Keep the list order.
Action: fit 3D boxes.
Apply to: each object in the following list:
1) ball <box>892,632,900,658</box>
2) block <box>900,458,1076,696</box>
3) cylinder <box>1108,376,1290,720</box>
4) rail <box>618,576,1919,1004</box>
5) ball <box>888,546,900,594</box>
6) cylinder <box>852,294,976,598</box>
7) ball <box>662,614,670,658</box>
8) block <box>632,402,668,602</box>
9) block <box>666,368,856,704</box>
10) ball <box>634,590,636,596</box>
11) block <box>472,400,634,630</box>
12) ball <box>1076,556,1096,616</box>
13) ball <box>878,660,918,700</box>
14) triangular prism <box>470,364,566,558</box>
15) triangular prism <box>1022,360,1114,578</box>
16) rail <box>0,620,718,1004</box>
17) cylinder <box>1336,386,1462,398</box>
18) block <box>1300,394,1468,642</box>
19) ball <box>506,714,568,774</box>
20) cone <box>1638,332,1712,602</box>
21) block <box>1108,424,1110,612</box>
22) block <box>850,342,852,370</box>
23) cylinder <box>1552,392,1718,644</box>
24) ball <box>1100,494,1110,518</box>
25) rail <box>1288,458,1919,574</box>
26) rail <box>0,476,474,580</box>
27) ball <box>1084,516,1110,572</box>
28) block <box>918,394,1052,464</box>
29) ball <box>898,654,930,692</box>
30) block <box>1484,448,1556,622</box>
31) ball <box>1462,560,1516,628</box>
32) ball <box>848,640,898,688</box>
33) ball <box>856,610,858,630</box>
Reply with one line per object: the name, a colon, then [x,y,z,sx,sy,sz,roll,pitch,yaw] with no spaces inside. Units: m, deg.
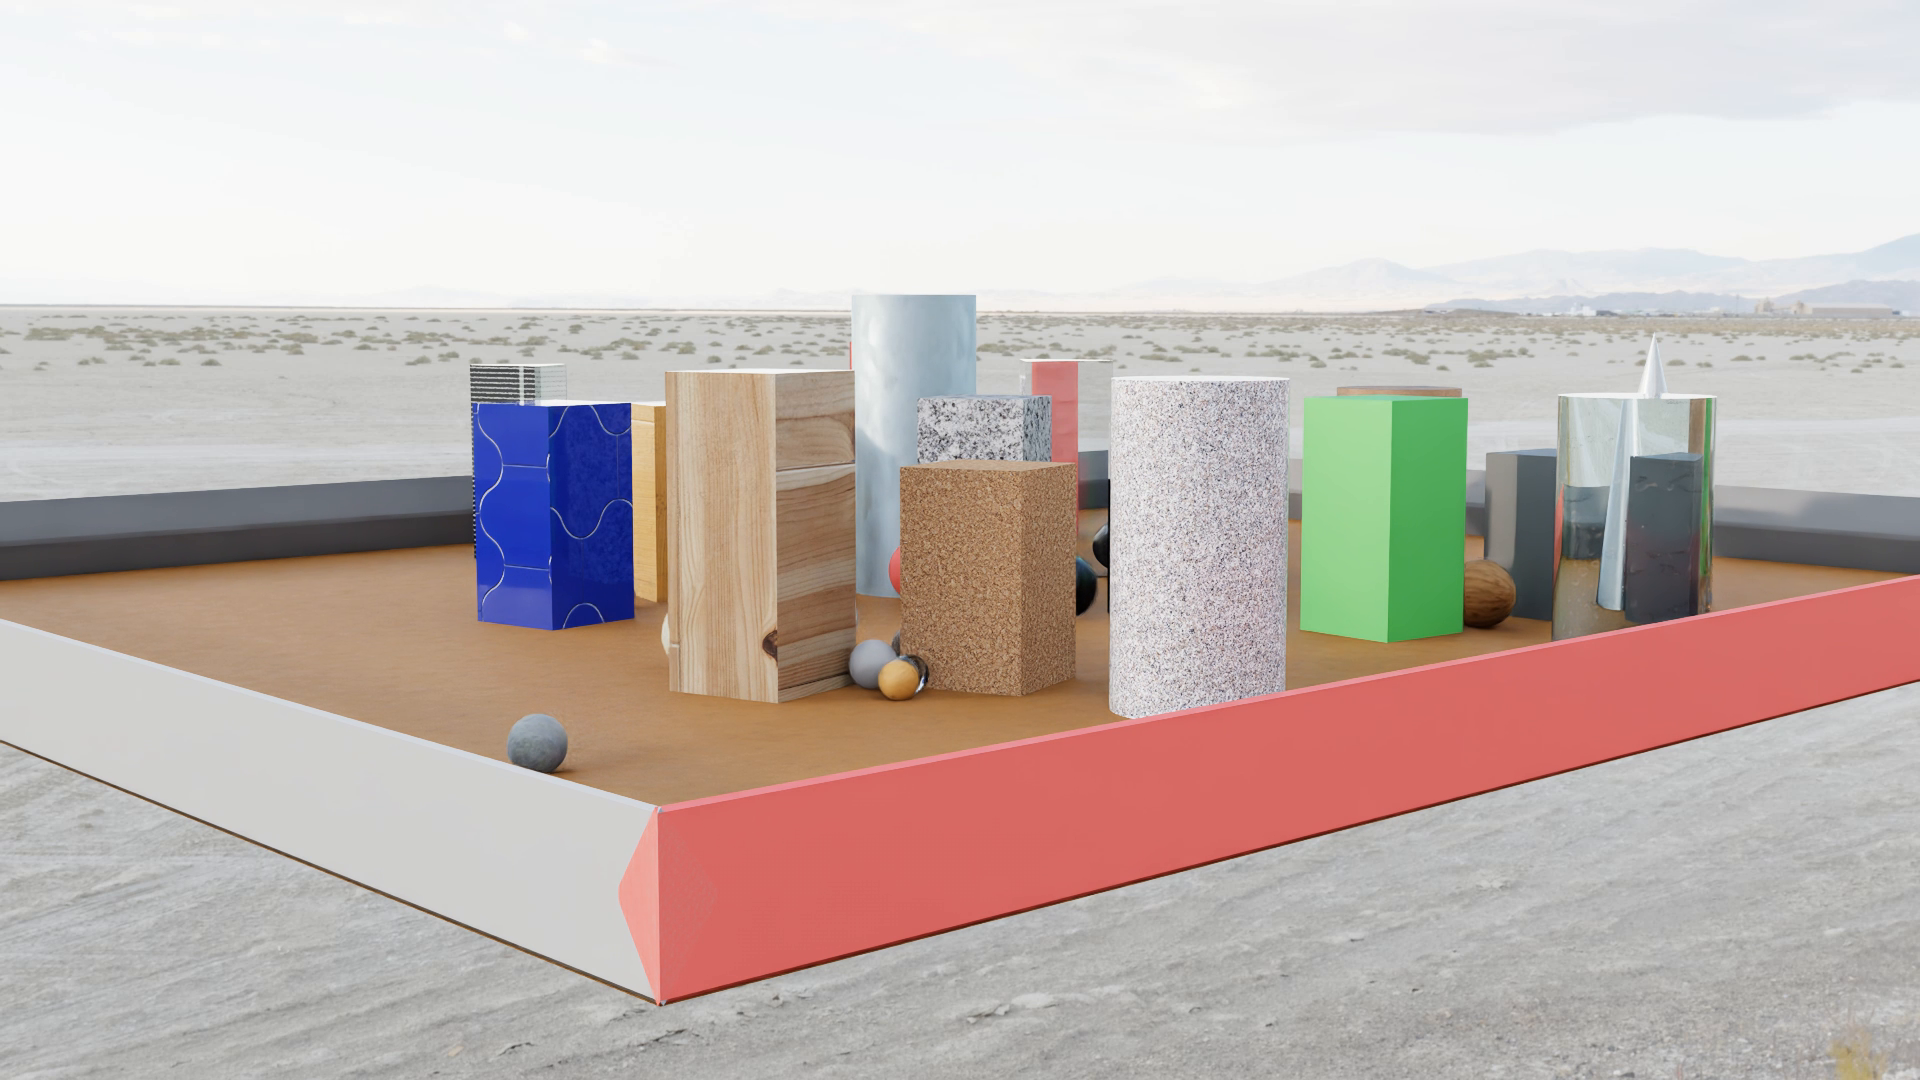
ball: [-0.056,0.134,2.711,0.058,0.058,0.058,0,6,0]
block: [0.035,0.040,2.636,0.158,0.261,0.158,3,7,27]
cylinder: [0.265,0.005,2.448,0.197,0.370,0.197,0,6,0]
rail: [0.862,0.130,2.403,2.912,0.128,0.045,-5,8,-42]
ball: [-0.060,0.046,3.362,0.099,0.099,0.099,0,6,0]
cylinder: [-0.073,-0.153,3.489,0.197,0.469,0.197,0,6,0]
ball: [-0.319,0.115,2.705,0.097,0.097,0.097,0,6,0]
block: [-0.430,-0.065,3.450,0.158,0.300,0.158,-3,7,-27]
block: [-0.233,-0.012,2.588,0.158,0.374,0.158,4,7,32]
ball: [-0.509,0.080,3.309,0.041,0.041,0.041,0,6,0]
block: [-0.583,-0.041,3.161,0.158,0.313,0.158,5,8,37]
ball: [0.148,0.067,3.172,0.097,0.097,0.097,0,6,0]
ball: [-0.071,0.160,2.518,0.046,0.046,0.046,0,6,0]
triangular prism: [-0.761,-0.141,3.951,0.171,0.348,0.148,4,7,35]
triangular prism: [0.144,-0.121,3.691,0.171,0.362,0.148,-4,7,-32]
rail: [-1.053,0.134,2.366,0.045,0.128,2.589,-5,8,-42]
cylinder: [0.706,-0.085,3.550,0.197,0.321,0.197,0,6,0]
block: [0.587,-0.035,3.048,0.158,0.325,0.158,-5,8,-38]
ball: [-0.406,0.196,2.115,0.059,0.059,0.059,0,6,0]
cone: [1.065,-0.115,3.394,0.197,0.413,0.197,0,6,0]
block: [0.325,-0.034,3.266,0.158,0.279,0.158,3,7,28]
block: [-0.125,-0.194,4.285,0.158,0.385,0.158,1,6,6]
cylinder: [0.875,-0.020,2.860,0.197,0.335,0.197,0,6,0]
ball: [0.321,-0.057,4.436,0.080,0.080,0.080,0,6,0]
rail: [1.053,-0.068,4.298,0.045,0.128,2.589,-5,8,-42]
rail: [-0.862,-0.064,4.261,2.912,0.128,0.045,-5,8,-42]
ball: [0.260,0.007,3.744,0.096,0.096,0.096,0,6,0]
block: [0.037,-0.051,3.234,0.158,0.318,0.158,2,6,17]
ball: [-0.058,0.156,2.566,0.045,0.045,0.045,0,6,0]
block: [0.882,-0.009,3.228,0.158,0.237,0.158,-5,8,-41]
ball: [0.733,0.075,3.092,0.096,0.096,0.096,0,6,0]
ball: [-0.102,0.146,2.594,0.059,0.059,0.059,0,6,0]
ball: [-0.174,0.104,2.884,0.082,0.082,0.082,0,6,0]
